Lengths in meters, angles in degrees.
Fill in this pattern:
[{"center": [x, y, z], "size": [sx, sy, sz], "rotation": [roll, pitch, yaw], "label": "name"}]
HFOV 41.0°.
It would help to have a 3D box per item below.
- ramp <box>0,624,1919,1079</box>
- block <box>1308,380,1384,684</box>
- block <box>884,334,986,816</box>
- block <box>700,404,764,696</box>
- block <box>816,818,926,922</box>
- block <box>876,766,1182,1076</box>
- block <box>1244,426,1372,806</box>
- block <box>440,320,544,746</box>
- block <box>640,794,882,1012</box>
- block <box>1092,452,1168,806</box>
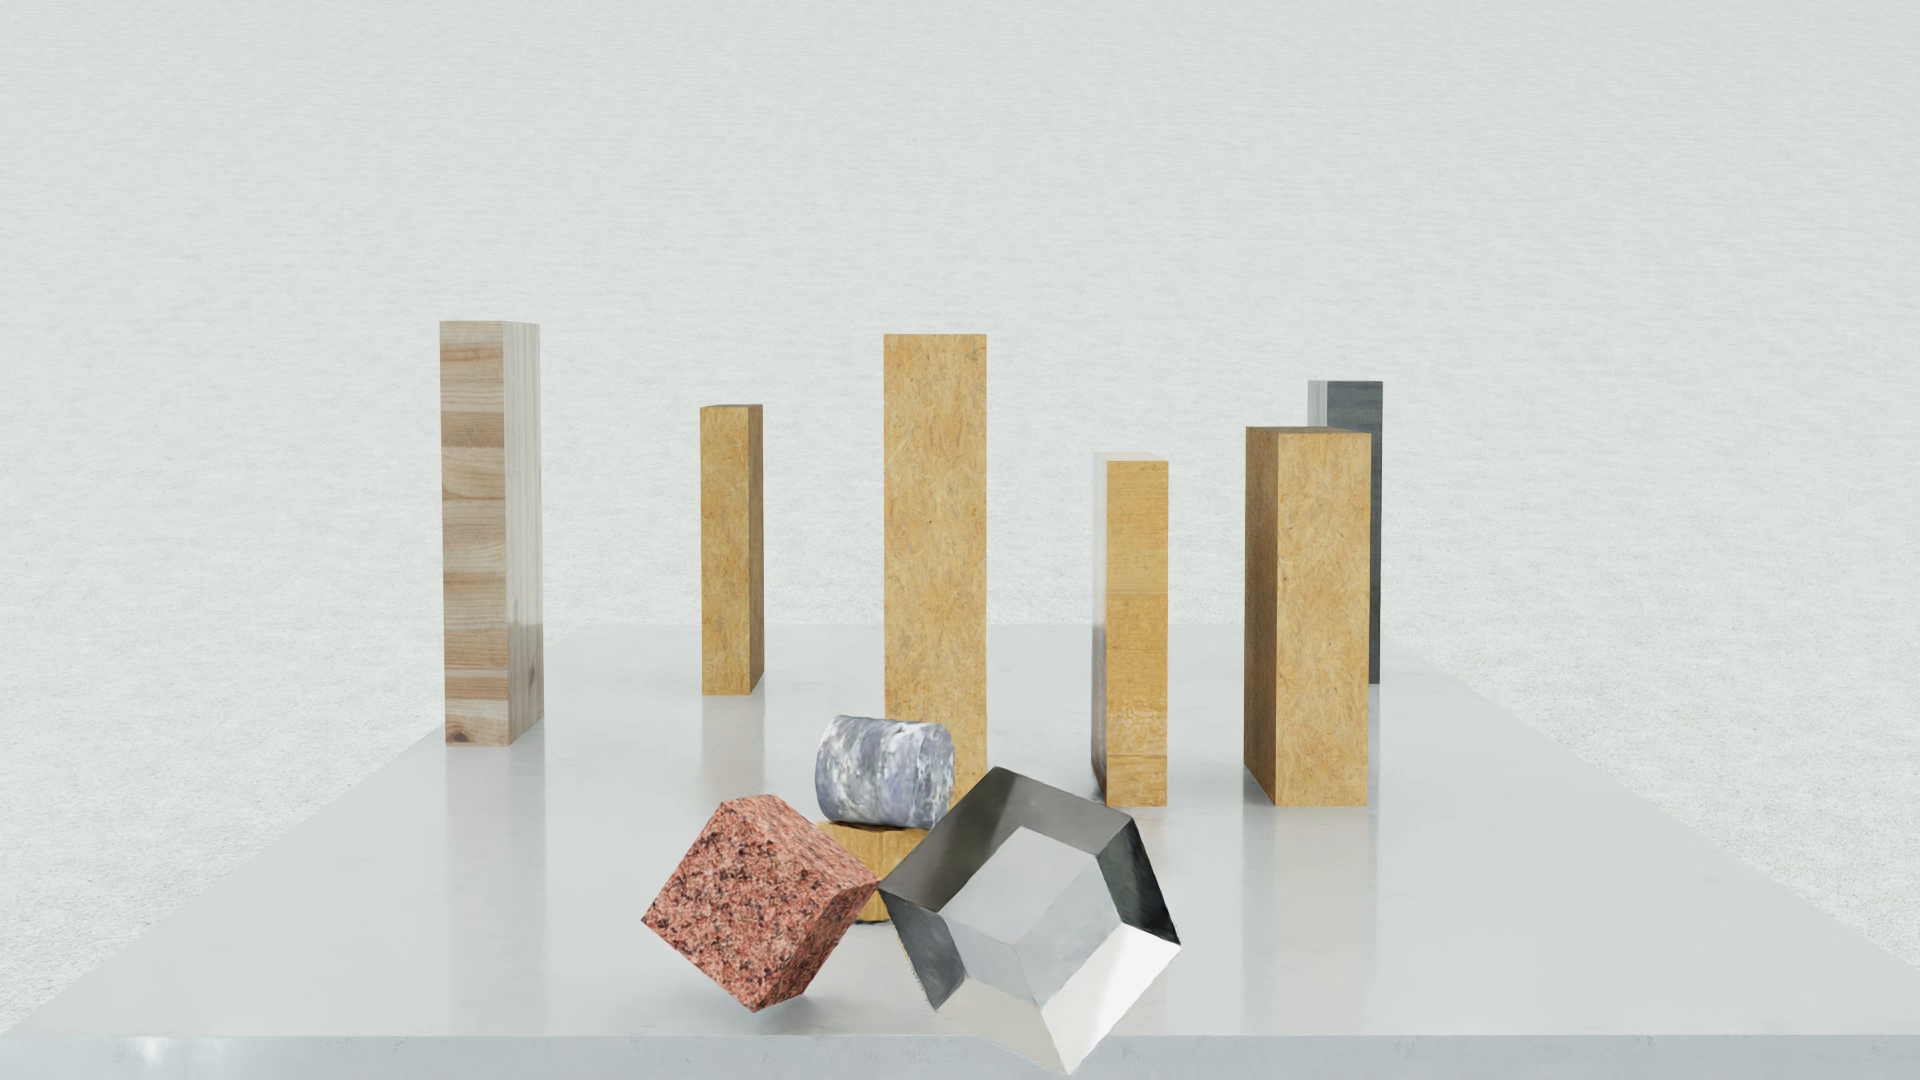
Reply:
[{"center": [0.045, 0.402, 4.539], "size": [2.000, 0.100, 4.000], "rotation": [0, 4, 0], "label": "ramp"}, {"center": [0.812, -0.024, 5.442], "size": [0.115, 0.626, 0.294], "rotation": [0, 4, 0], "label": "block"}, {"center": [-0.036, 0.045, 3.868], "size": [0.146, 0.705, 0.415], "rotation": [0, 4, 0], "label": "block"}, {"center": [-0.470, 0.010, 5.322], "size": [0.096, 0.576, 0.401], "rotation": [0, 4, 0], "label": "block"}, {"center": [-0.101, 0.396, 3.104], "size": [0.105, 0.105, 0.105], "rotation": [1, 2, -43], "label": "block"}, {"center": [0.068, 0.361, 2.457], "size": [0.179, 0.179, 0.179], "rotation": [17, 49, 42], "label": "block"}, {"center": [0.542, 0.106, 4.045], "size": [0.138, 0.559, 0.431], "rotation": [0, 4, 0], "label": "block"}, {"center": [-0.840, -0.023, 4.626], "size": [0.109, 0.737, 0.391], "rotation": [0, 4, 0], "label": "block"}, {"center": [-0.203, 0.371, 2.645], "size": [0.150, 0.150, 0.150], "rotation": [37, 8, 14], "label": "block"}, {"center": [0.264, 0.127, 4.039], "size": [0.092, 0.519, 0.405], "rotation": [0, 4, 0], "label": "block"}]
